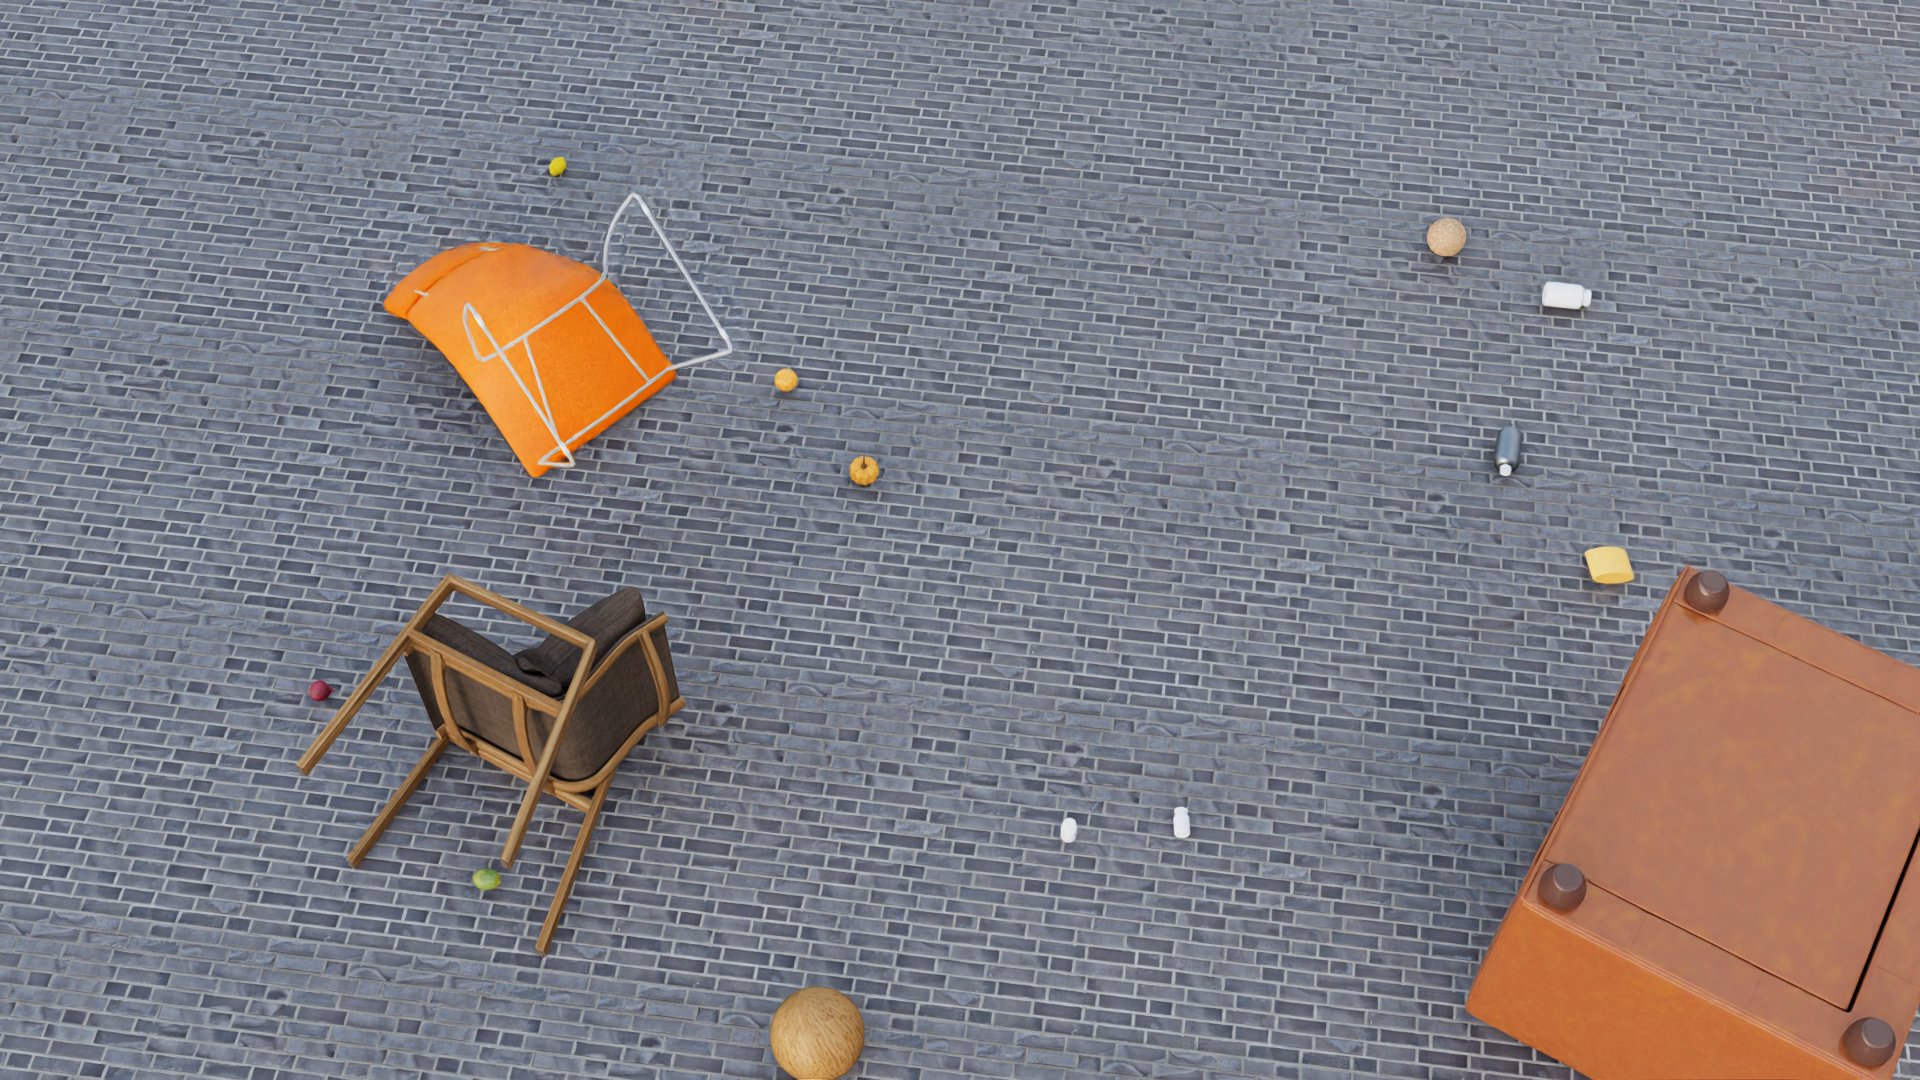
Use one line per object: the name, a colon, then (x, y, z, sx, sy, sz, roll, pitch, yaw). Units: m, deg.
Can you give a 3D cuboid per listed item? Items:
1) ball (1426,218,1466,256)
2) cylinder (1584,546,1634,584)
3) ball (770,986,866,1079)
ball: (1.585, -0.986, 7.160, 0.126, 0.126, 0.126, 0, 56, 0)
cylinder: (1.916, 0.074, 6.487, 0.130, 0.058, 0.092, 0, 56, -10)
ball: (-0.362, 1.256, 5.585, 0.242, 0.242, 0.242, 0, 56, 0)
